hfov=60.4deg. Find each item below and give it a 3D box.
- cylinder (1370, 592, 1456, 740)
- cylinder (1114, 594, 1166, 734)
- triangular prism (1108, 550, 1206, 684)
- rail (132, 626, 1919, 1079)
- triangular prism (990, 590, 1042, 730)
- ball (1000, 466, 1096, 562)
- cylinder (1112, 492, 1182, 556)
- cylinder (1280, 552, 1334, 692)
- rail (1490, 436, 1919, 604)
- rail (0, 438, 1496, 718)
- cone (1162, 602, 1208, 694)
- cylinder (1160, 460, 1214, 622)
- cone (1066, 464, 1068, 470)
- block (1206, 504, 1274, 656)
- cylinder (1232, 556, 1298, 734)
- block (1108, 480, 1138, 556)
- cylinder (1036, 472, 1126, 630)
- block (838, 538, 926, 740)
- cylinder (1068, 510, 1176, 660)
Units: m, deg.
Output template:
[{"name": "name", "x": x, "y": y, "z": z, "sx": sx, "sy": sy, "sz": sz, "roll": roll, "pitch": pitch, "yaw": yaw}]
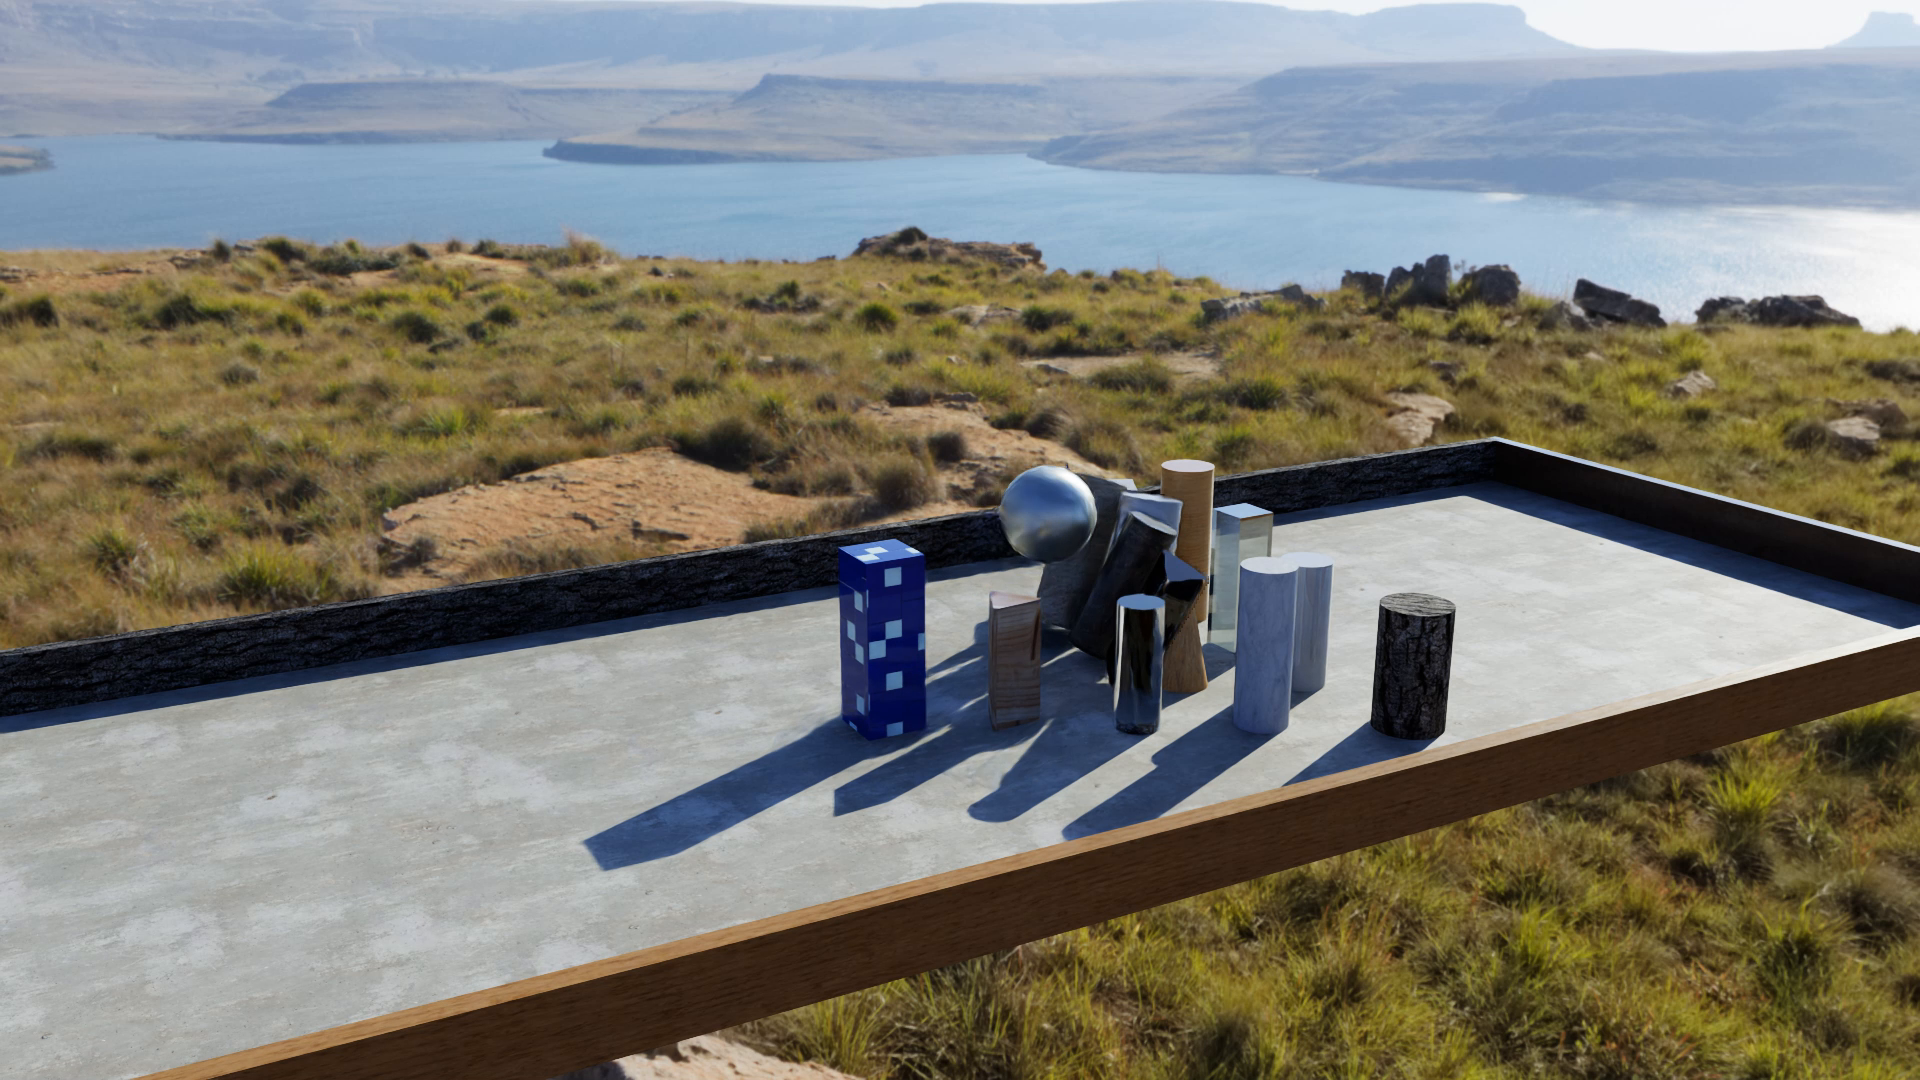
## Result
[{"name": "cylinder", "x": 1.051, "y": 0.292, "z": 3.830, "sx": 0.170, "sy": 0.300, "sz": 0.170, "roll": 0, "pitch": 16, "yaw": 0}, {"name": "cylinder", "x": 0.415, "y": 0.289, "z": 3.829, "sx": 0.112, "sy": 0.306, "sz": 0.112, "roll": 0, "pitch": 16, "yaw": 0}, {"name": "triangular prism", "x": 0.458, "y": 0.189, "z": 4.053, "sx": 0.123, "sy": 0.347, "sz": 0.107, "roll": -2, "pitch": 43, "yaw": -34}, {"name": "rail", "x": -2.336, "y": 1.006, "z": 1.665, "sx": 12.000, "sy": 0.150, "sz": 0.050, "roll": -9, "pitch": 18, "yaw": -27}, {"name": "triangular prism", "x": 0.103, "y": 0.277, "z": 3.879, "sx": 0.132, "sy": 0.301, "sz": 0.115, "roll": -11, "pitch": 19, "yaw": -32}, {"name": "ball", "x": 0.228, "y": -0.067, "z": 4.285, "sx": 0.253, "sy": 0.253, "sz": 0.253, "roll": 0, "pitch": 16, "yaw": 0}, {"name": "cylinder", "x": 0.483, "y": 0.073, "z": 4.393, "sx": 0.167, "sy": 0.377, "sz": 0.167, "roll": 7, "pitch": 7, "yaw": -1}, {"name": "cylinder", "x": 0.853, "y": 0.202, "z": 4.097, "sx": 0.130, "sy": 0.321, "sz": 0.130, "roll": 0, "pitch": 16, "yaw": 0}, {"name": "rail", "x": 2.466, "y": -0.048, "z": 5.253, "sx": 0.050, "sy": 0.150, "sz": 2.100, "roll": -9, "pitch": 18, "yaw": -27}, {"name": "rail", "x": -3.305, "y": 0.497, "z": 3.399, "sx": 12.000, "sy": 0.150, "sz": 0.050, "roll": -9, "pitch": 18, "yaw": -27}, {"name": "cone", "x": 0.557, "y": 0.207, "z": 4.084, "sx": 0.127, "sy": 0.319, "sz": 0.127, "roll": 0, "pitch": 16, "yaw": 0}, {"name": "cylinder", "x": 0.624, "y": 0.004, "z": 4.572, "sx": 0.144, "sy": 0.433, "sz": 0.144, "roll": 0, "pitch": 16, "yaw": 0}, {"name": "cone", "x": 0.297, "y": -0.008, "z": 4.620, "sx": 0.139, "sy": 0.430, "sz": 0.139, "roll": 0, "pitch": 16, "yaw": 0}, {"name": "block", "x": 0.737, "y": 0.102, "z": 4.345, "sx": 0.110, "sy": 0.373, "sz": 0.110, "roll": -10, "pitch": 19, "yaw": -29}, {"name": "cylinder", "x": 0.709, "y": 0.244, "z": 3.834, "sx": 0.131, "sy": 0.389, "sz": 0.131, "roll": 0, "pitch": 16, "yaw": 0}, {"name": "block", "x": 0.446, "y": -0.017, "z": 4.877, "sx": 0.133, "sy": 0.302, "sz": 0.133, "roll": 0, "pitch": 16, "yaw": -1}, {"name": "cylinder", "x": 0.319, "y": 0.036, "z": 4.455, "sx": 0.158, "sy": 0.409, "sz": 0.158, "roll": 15, "pitch": -2, "yaw": 1}, {"name": "block", "x": -0.180, "y": 0.229, "z": 3.822, "sx": 0.147, "sy": 0.425, "sz": 0.147, "roll": -9, "pitch": 19, "yaw": -28}, {"name": "cylinder", "x": 0.417, "y": 0.119, "z": 4.257, "sx": 0.130, "sy": 0.371, "sz": 0.130, "roll": 25, "pitch": 13, "yaw": -6}]
